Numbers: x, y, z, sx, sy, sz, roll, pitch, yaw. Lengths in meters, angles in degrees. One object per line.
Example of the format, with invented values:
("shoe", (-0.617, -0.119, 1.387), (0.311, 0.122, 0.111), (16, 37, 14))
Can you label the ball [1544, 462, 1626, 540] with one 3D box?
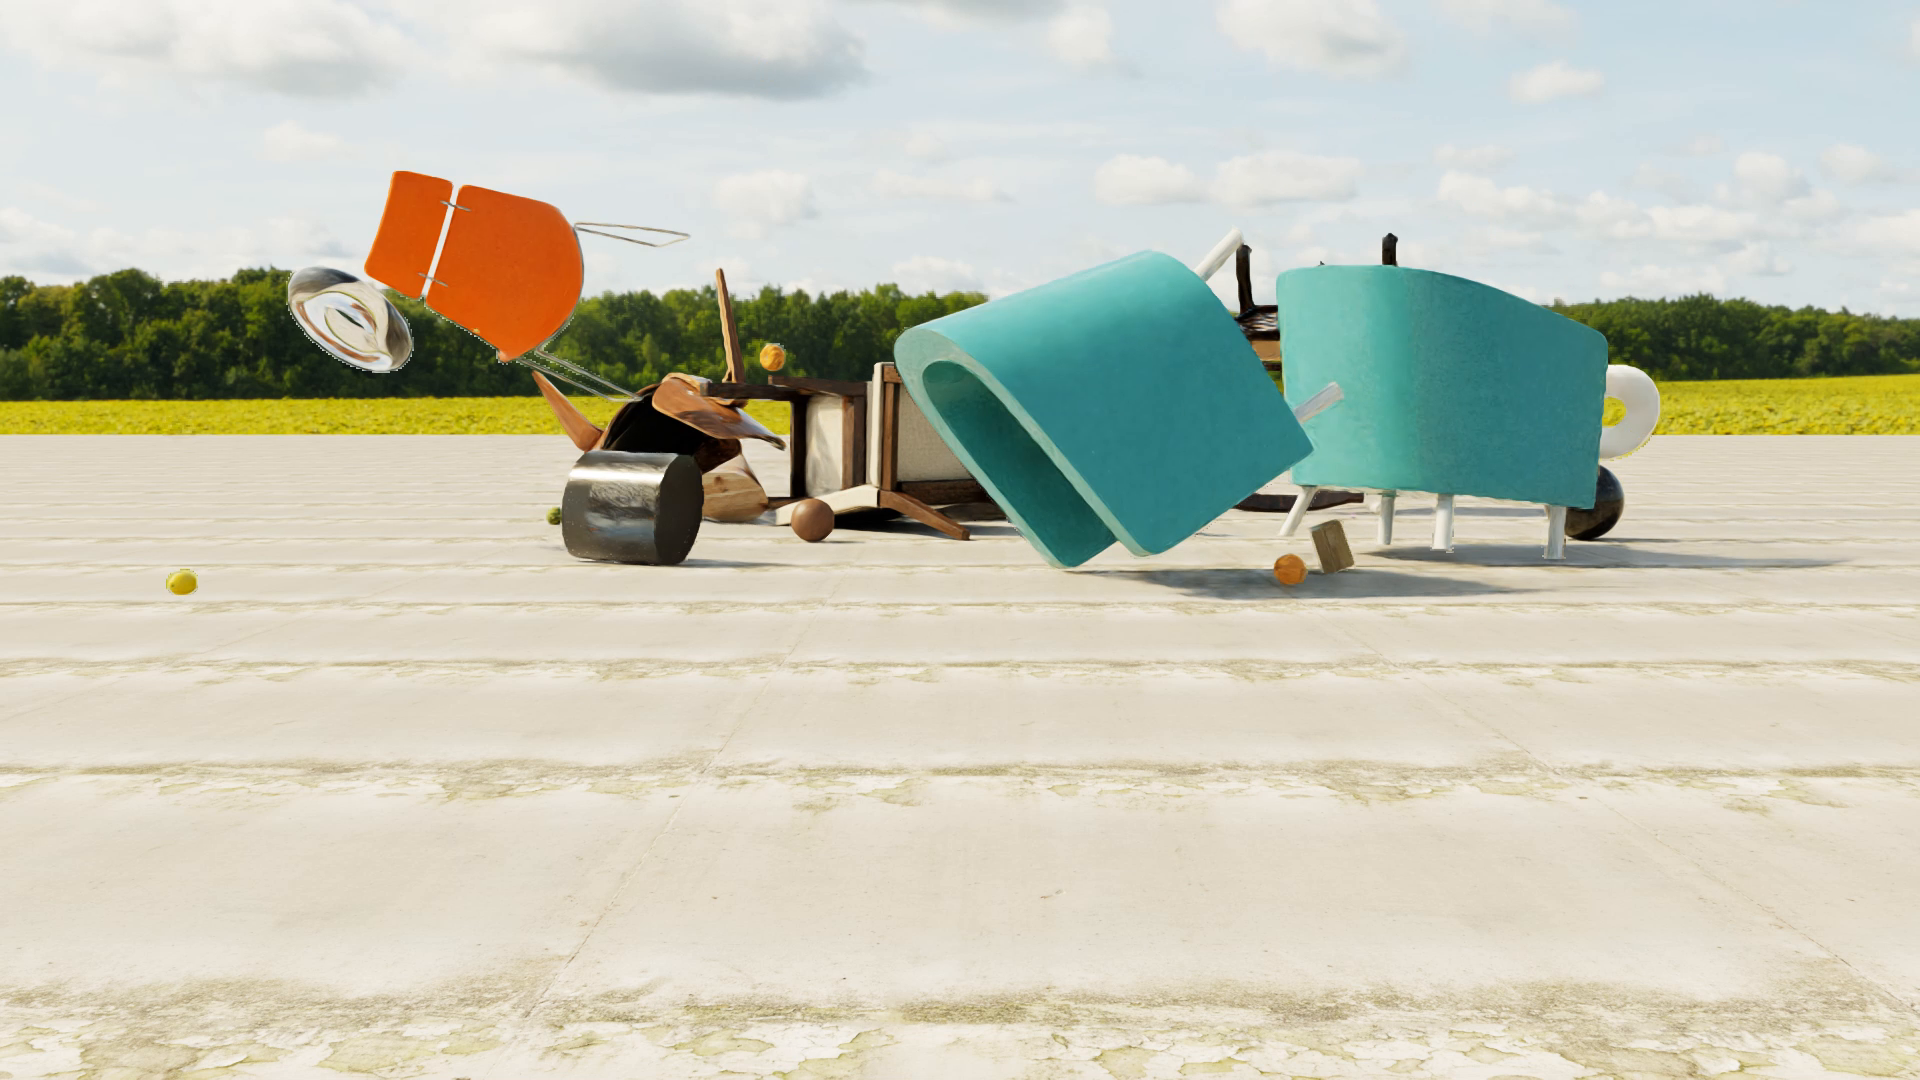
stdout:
("ball", (1.856, -0.117, 6.540), (0.234, 0.234, 0.234), (0, 4, 0))

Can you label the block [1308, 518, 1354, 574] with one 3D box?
("block", (0.908, 0.015, 5.387), (0.076, 0.109, 0.145), (-19, 2, 6))

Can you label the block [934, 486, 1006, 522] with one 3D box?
("block", (0.034, -0.126, 7.563), (0.153, 0.111, 0.209), (-3, 5, -39))

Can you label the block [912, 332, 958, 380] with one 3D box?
("block", (-0.086, -0.646, 7.721), (0.109, 0.119, 0.049), (-44, -8, 20))

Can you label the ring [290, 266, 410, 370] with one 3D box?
("ring", (-1.719, -0.623, 6.196), (0.348, 0.099, 0.394), (-1, -39, 34))

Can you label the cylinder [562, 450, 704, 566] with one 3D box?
("cylinder", (-0.846, -0.085, 5.679), (0.308, 0.289, 0.191), (3, -11, 32))

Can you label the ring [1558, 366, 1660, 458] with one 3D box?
("ring", (1.925, -0.379, 6.524), (0.272, 0.347, 0.059), (34, 43, 3))

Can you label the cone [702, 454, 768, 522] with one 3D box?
("cone", (-0.754, -0.218, 7.377), (0.280, 0.239, 0.209), (-7, 45, 22))
